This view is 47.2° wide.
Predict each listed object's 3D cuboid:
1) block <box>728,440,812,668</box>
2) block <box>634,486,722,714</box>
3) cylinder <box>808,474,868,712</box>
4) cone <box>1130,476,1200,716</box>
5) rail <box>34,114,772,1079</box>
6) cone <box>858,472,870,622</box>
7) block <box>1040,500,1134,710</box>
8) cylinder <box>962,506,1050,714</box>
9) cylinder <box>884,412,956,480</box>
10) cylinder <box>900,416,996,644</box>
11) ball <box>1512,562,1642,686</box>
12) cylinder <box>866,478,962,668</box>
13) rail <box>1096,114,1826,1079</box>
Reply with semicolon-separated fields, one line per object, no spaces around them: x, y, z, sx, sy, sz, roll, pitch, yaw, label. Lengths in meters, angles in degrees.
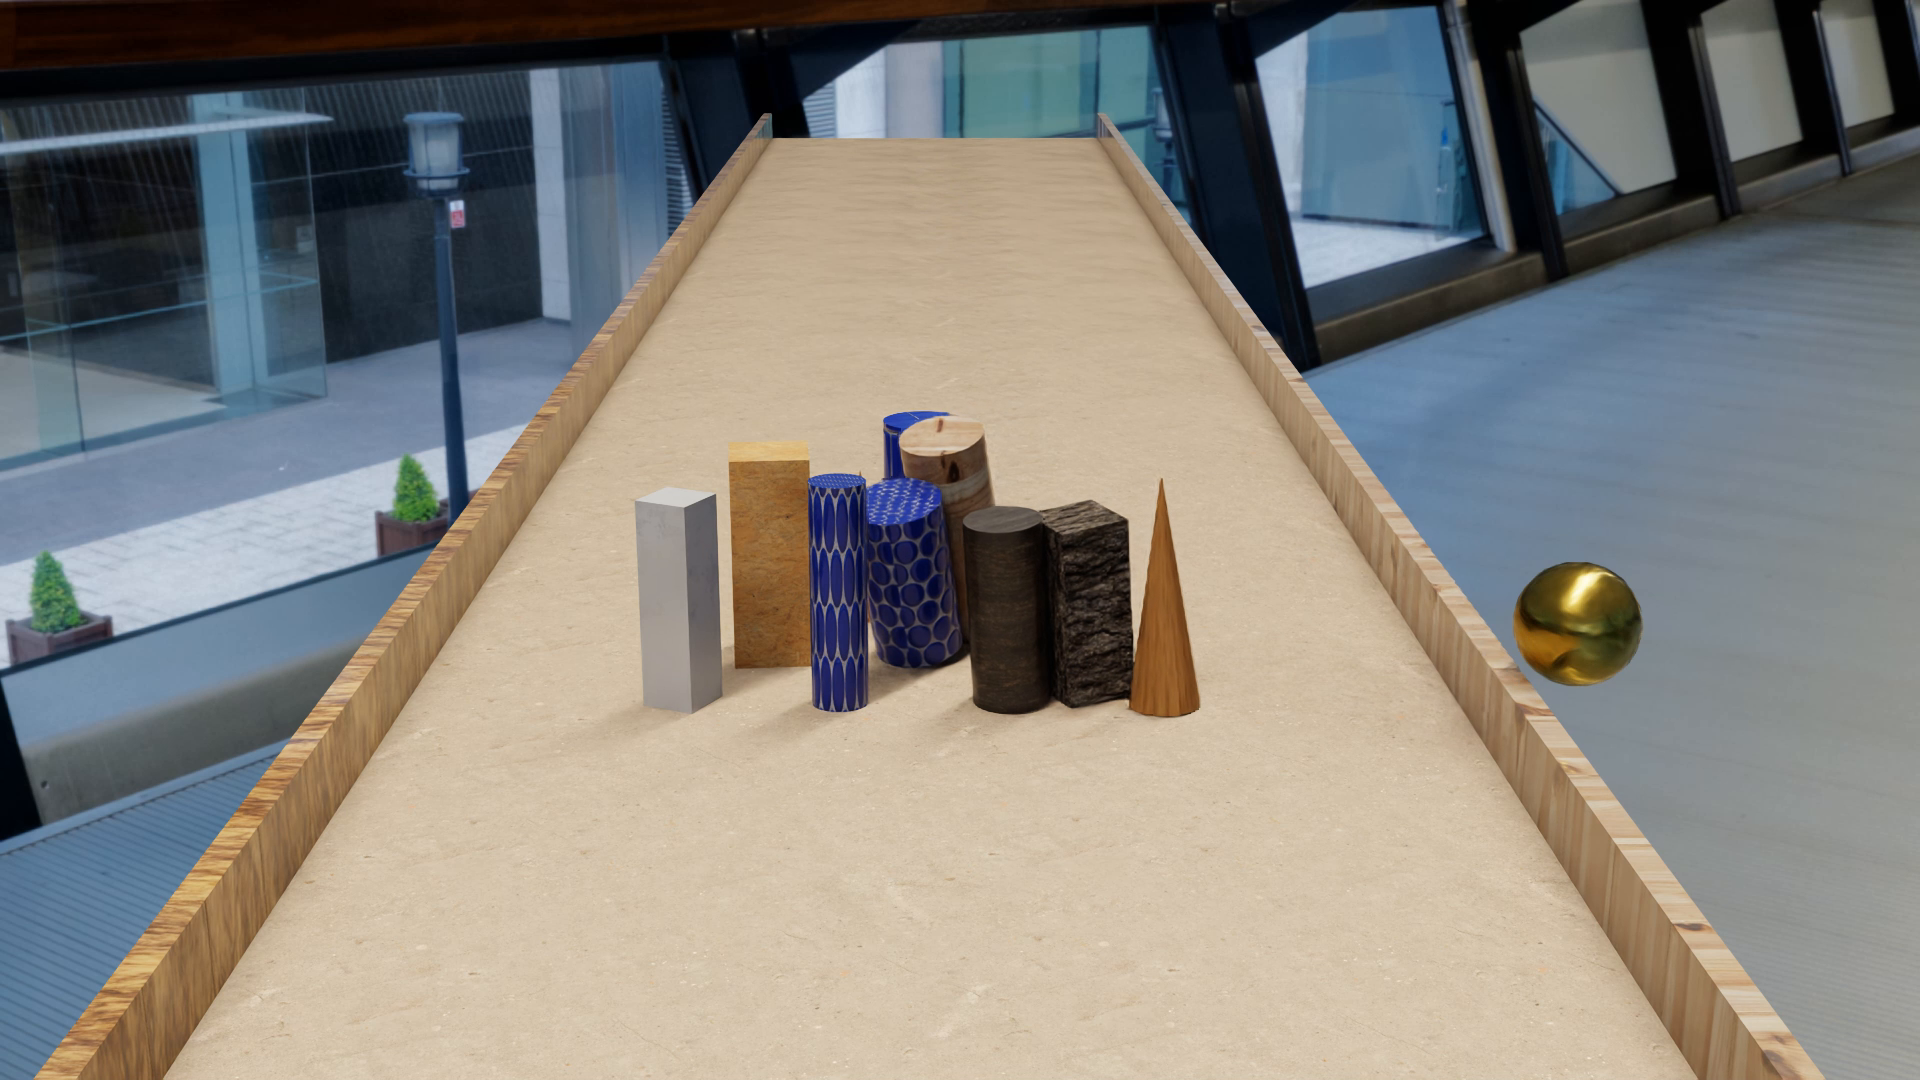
-0.377;0.028;4.388;0.156;0.424;0.156;-2;17;-5;block
-0.528;0.113;4.139;0.108;0.403;0.108;8;18;25;block
-0.228;0.100;4.126;0.108;0.436;0.108;0;17;0;cylinder
0.379;0.094;4.107;0.134;0.454;0.134;-2;17;1;cone
-1.118;-0.838;7.780;0.050;0.150;12.000;0;17;-1;rail
-0.210;0.003;4.664;0.153;0.315;0.153;0;17;0;cone
0.230;0.121;4.180;0.140;0.351;0.140;-13;22;-23;block
0.088;0.131;4.132;0.148;0.362;0.148;-3;20;1;cylinder
-0.081;-0.086;4.868;0.174;0.369;0.174;0;17;0;cylinder
-0.005;-0.020;4.471;0.171;0.439;0.171;-7;30;4;cylinder
1.091;0.148;3.886;0.222;0.222;0.222;0;17;0;ball
-0.103;0.066;4.355;0.179;0.333;0.179;-6;31;4;cylinder
0.932;-0.844;7.801;0.050;0.150;12.000;0;17;-1;rail
